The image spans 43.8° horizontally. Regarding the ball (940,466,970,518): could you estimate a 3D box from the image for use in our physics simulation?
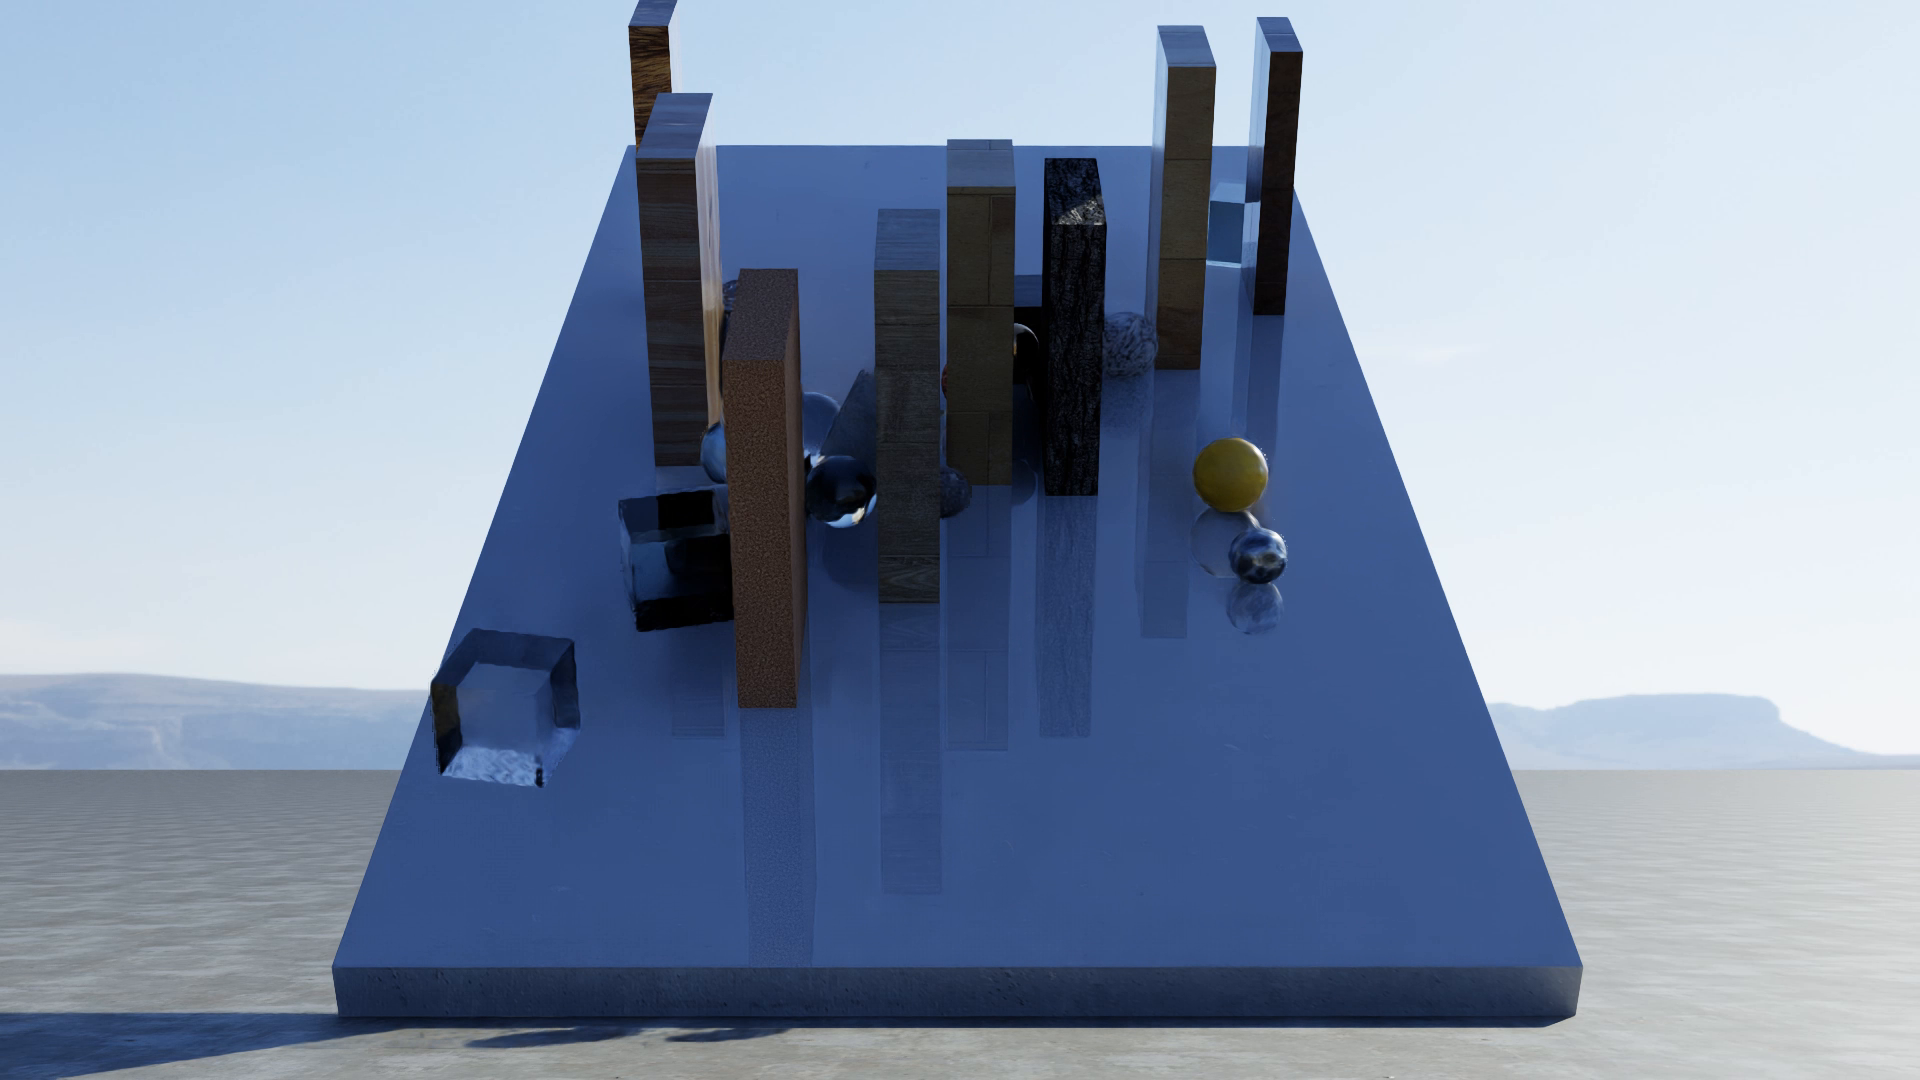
[{"bbox_3d":[-0.035,-0.103,5.159,0.112,0.112,0.112,0,-5,0],"label":"ball"}]

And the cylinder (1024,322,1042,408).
[{"bbox_3d":[0.237,-0.414,5.673,0.175,0.175,0.175,0,28,-3],"label":"cylinder"}]

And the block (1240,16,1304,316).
[{"bbox_3d":[0.798,-0.959,6.139,0.081,0.696,0.301,0,28,0],"label":"block"}]

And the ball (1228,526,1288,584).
[{"bbox_3d":[0.611,0.033,4.903,0.119,0.119,0.119,0,-5,0],"label":"ball"}]

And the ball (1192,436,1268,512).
[{"bbox_3d":[0.586,-0.141,5.180,0.164,0.164,0.164,0,-5,0],"label":"ball"}]

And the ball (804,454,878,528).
[{"bbox_3d":[-0.238,-0.097,4.779,0.147,0.147,0.147,0,-5,0],"label":"ball"}]

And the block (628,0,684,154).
[{"bbox_3d":[-0.751,-0.952,6.035,0.096,0.774,0.242,0,28,0],"label":"block"}]

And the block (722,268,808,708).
[{"bbox_3d":[-0.362,-0.100,4.515,0.109,0.714,0.427,0,28,0],"label":"block"}]

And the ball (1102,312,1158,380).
[{"bbox_3d":[0.399,-0.471,5.792,0.163,0.163,0.163,0,-5,0],"label":"ball"}]

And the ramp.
[{"bbox_3d":[-0.012,-0.221,5.603,2.000,0.100,4.000,0,28,0],"label":"ramp"}]

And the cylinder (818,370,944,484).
[{"bbox_3d":[-0.170,-0.232,5.172,0.203,0.203,0.203,26,1,-1],"label":"cylinder"}]

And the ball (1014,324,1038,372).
[{"bbox_3d":[0.126,-0.446,5.547,0.114,0.114,0.114,0,-5,0],"label":"ball"}]

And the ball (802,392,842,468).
[{"bbox_3d":[-0.334,-0.239,5.335,0.183,0.183,0.183,0,-5,0],"label":"ball"}]

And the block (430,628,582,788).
[{"bbox_3d":[-0.817,0.302,4.314,0.195,0.195,0.195,6,29,10],"label":"block"}]

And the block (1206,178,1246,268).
[{"bbox_3d":[0.775,-0.858,6.492,0.184,0.184,0.184,8,29,13],"label":"block"}]

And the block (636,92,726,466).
[{"bbox_3d":[-0.624,-0.591,5.413,0.126,0.728,0.448,0,28,0],"label":"block"}]

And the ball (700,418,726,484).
[{"bbox_3d":[-0.489,-0.192,5.265,0.165,0.165,0.165,0,-5,0],"label":"ball"}]

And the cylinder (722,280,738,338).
[{"bbox_3d":[-0.535,-0.509,5.822,0.195,0.195,0.195,0,28,2],"label":"cylinder"}]

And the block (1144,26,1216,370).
[{"bbox_3d":[0.534,-0.835,5.836,0.112,0.762,0.337,0,28,0],"label":"block"}]

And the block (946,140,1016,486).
[{"bbox_3d":[0.043,-0.501,5.281,0.144,0.698,0.304,0,28,0],"label":"block"}]

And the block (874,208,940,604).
[{"bbox_3d":[-0.103,-0.268,4.820,0.123,0.723,0.329,0,28,0],"label":"block"}]

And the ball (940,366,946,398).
[{"bbox_3d":[0.034,-0.372,5.612,0.157,0.157,0.157,0,-5,0],"label":"ball"}]

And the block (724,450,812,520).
[{"bbox_3d":[-0.409,-0.102,5.119,0.146,0.146,0.146,7,29,13],"label":"block"}]

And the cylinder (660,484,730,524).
[{"bbox_3d":[-0.538,-0.039,4.983,0.146,0.146,0.146,-6,-2,-26],"label":"cylinder"}]

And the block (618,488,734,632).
[{"bbox_3d":[-0.568,0.040,4.800,0.197,0.197,0.197,-7,29,-13],"label":"block"}]

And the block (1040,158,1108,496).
[{"bbox_3d":[0.246,-0.475,5.302,0.115,0.633,0.416,0,28,0],"label":"block"}]

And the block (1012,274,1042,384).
[{"bbox_3d":[0.135,-0.514,5.829,0.202,0.202,0.202,-1,28,-3],"label":"block"}]
